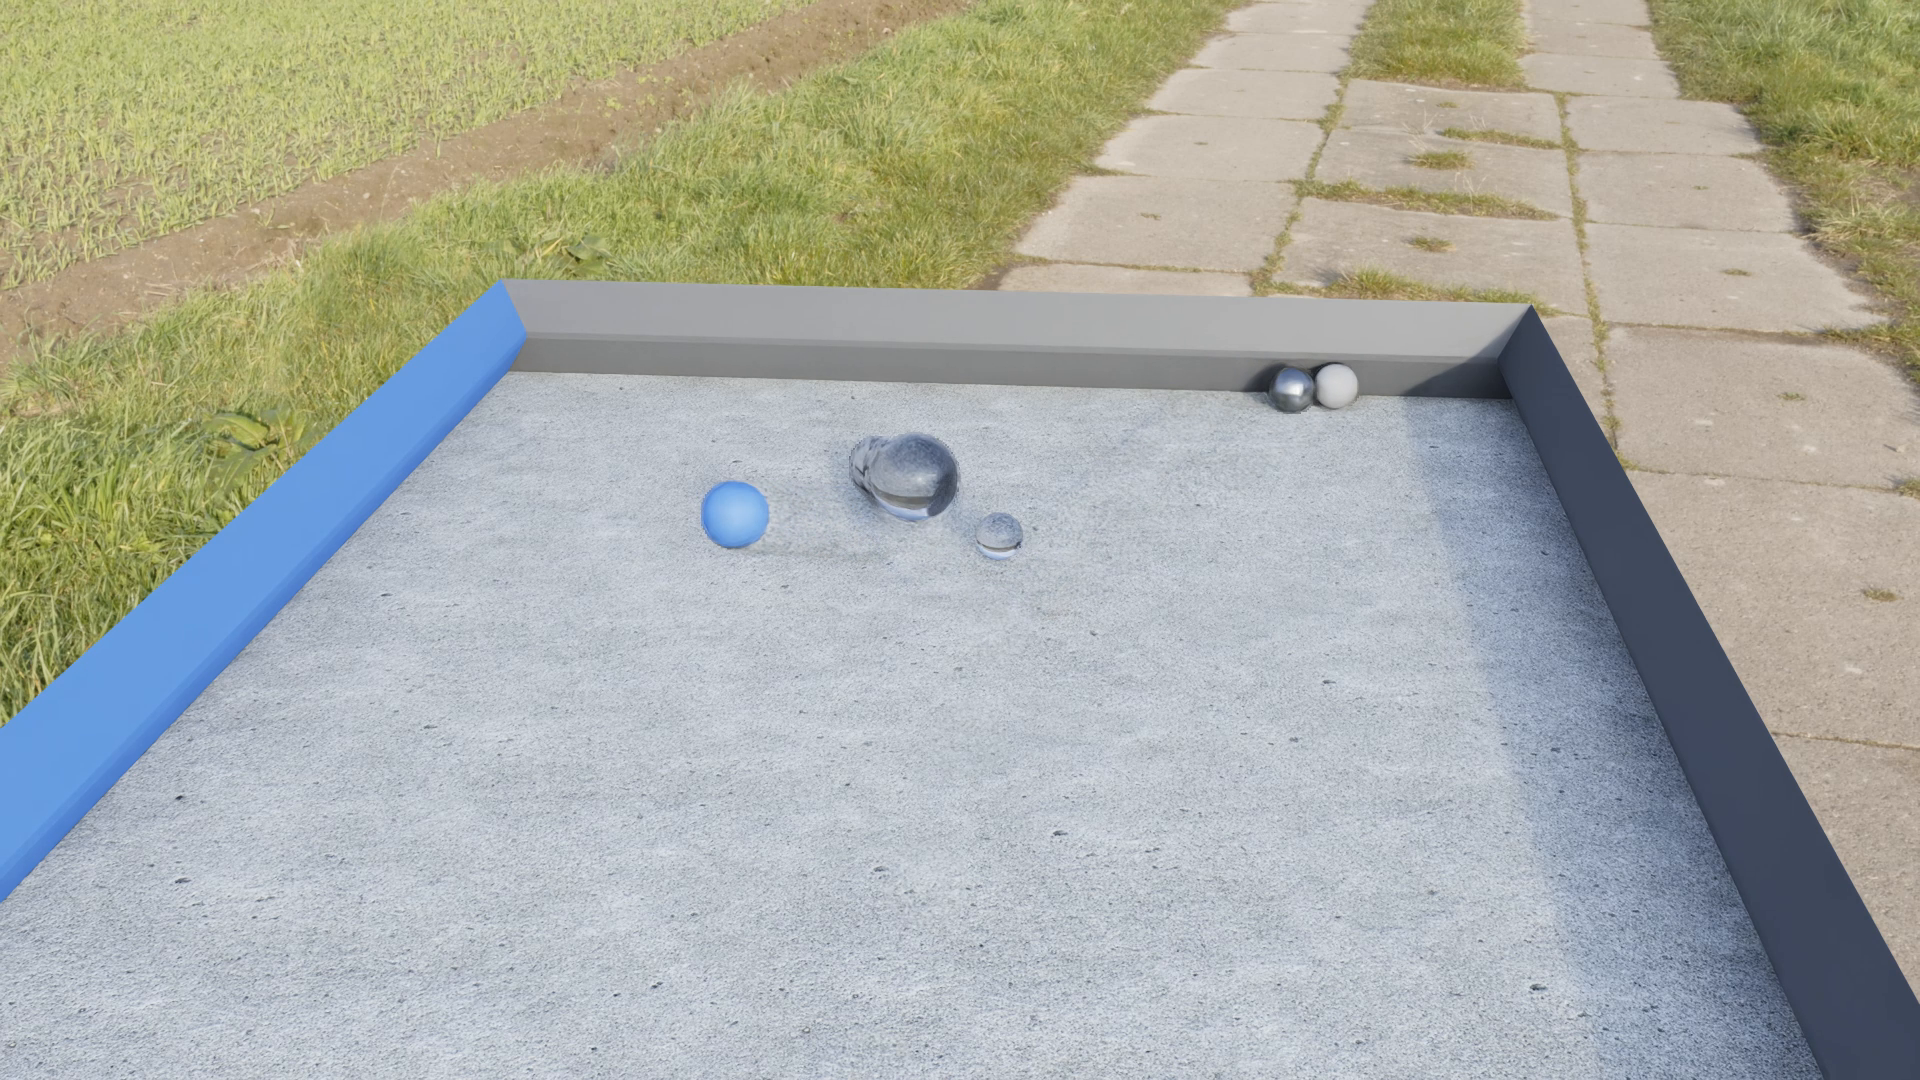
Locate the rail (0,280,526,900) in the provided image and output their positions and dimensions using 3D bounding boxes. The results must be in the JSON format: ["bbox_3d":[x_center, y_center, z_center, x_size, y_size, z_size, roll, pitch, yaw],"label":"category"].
[{"bbox_3d":[-0.723,0.192,1.780,0.045,0.129,2.646,2,22,5],"label":"rail"}]

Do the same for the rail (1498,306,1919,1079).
[{"bbox_3d":[0.601,0.237,1.666,0.045,0.129,2.646,2,22,5],"label":"rail"}]

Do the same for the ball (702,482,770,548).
[{"bbox_3d":[-0.246,-0.028,2.412,0.073,0.073,0.073,0,22,0],"label":"ball"}]

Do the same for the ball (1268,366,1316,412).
[{"bbox_3d":[0.430,-0.195,2.852,0.060,0.060,0.060,0,22,0],"label":"ball"}]

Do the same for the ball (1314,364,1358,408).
[{"bbox_3d":[0.490,-0.200,2.867,0.059,0.059,0.059,0,22,0],"label":"ball"}]

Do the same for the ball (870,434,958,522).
[{"bbox_3d":[-0.051,-0.070,2.483,0.099,0.099,0.099,0,22,0],"label":"ball"}]

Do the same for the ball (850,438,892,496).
[{"bbox_3d":[-0.093,-0.085,2.563,0.069,0.069,0.069,0,22,0],"label":"ball"}]

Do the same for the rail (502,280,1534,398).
[{"bbox_3d":[0.059,-0.262,2.925,1.377,0.129,0.045,2,22,5],"label":"rail"}]

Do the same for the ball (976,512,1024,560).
[{"bbox_3d":[0.043,-0.004,2.381,0.052,0.052,0.052,0,22,0],"label":"ball"}]
